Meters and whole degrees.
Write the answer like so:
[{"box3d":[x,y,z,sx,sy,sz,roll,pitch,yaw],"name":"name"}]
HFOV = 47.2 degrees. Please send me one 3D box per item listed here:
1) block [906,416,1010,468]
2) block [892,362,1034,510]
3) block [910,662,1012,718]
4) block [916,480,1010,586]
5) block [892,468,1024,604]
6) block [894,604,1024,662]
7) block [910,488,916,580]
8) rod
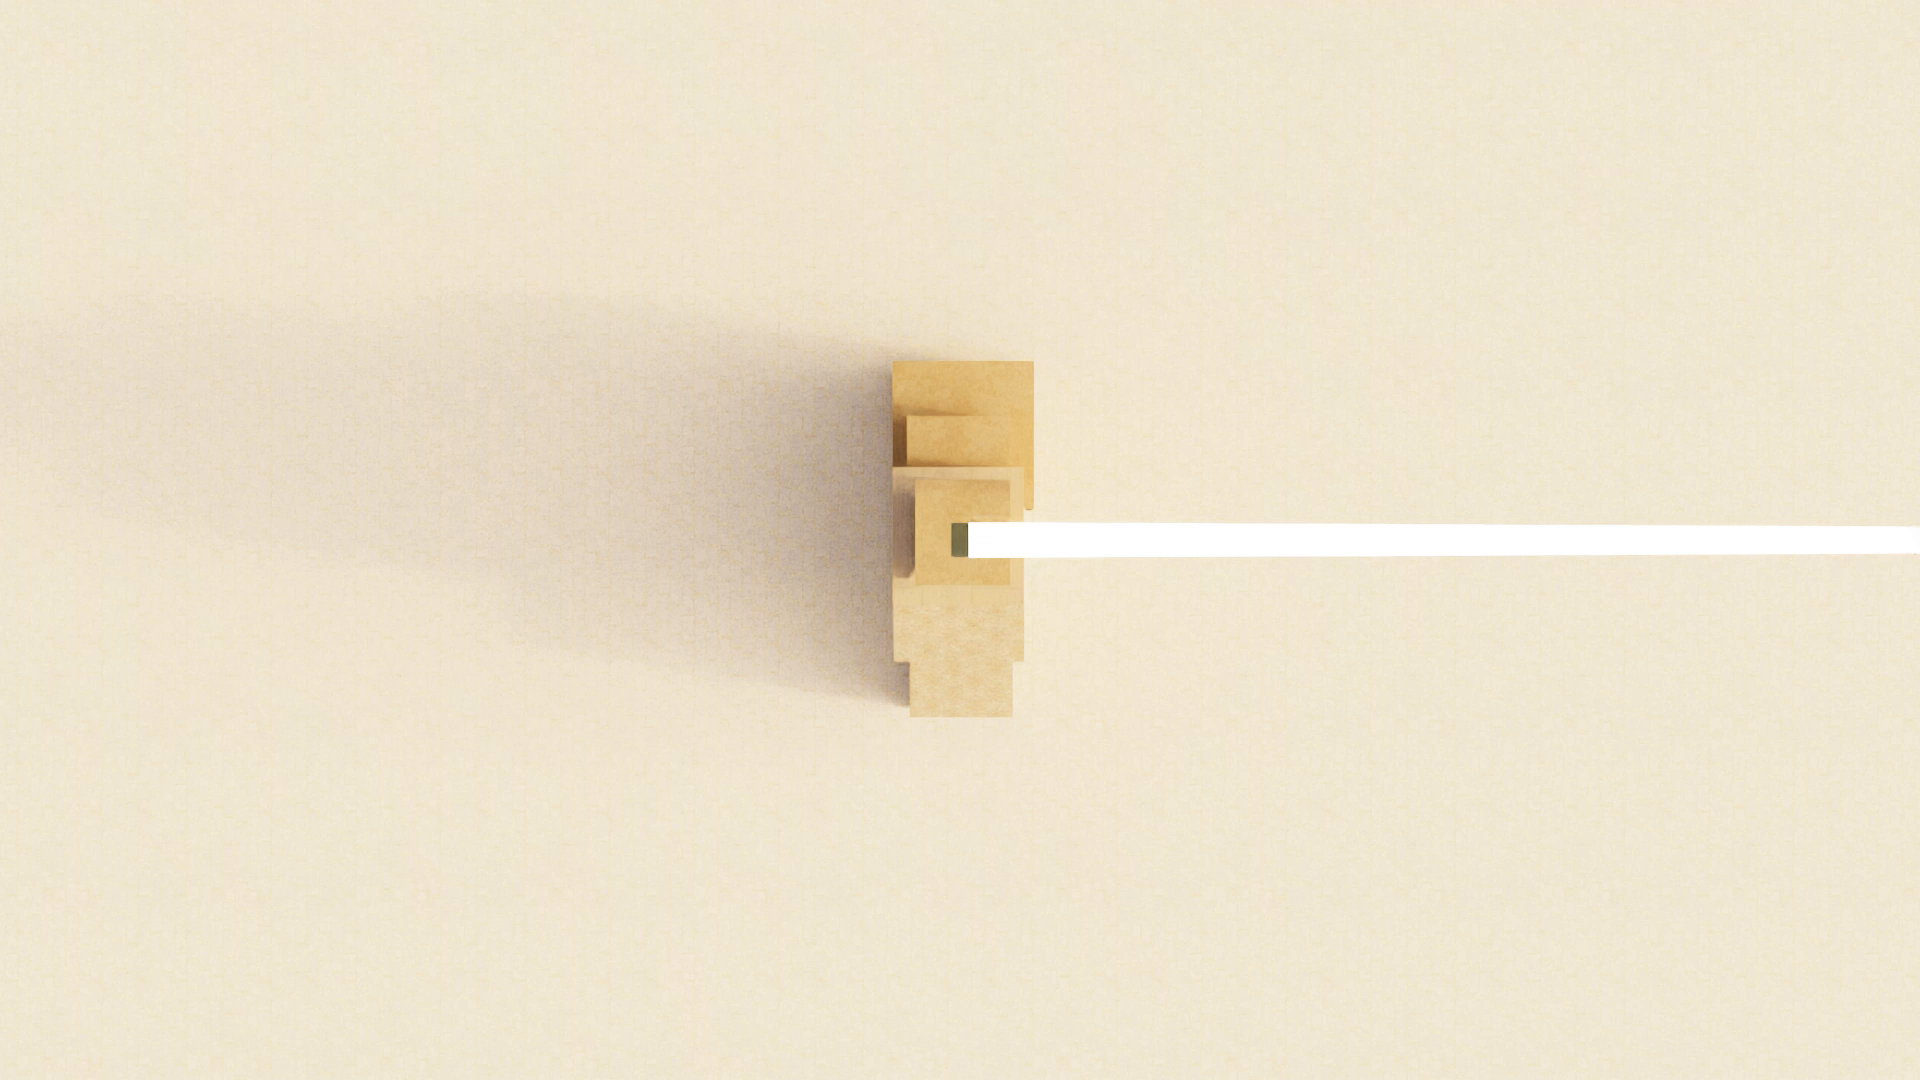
[{"box3d":[-0.011,-0.377,12.025,0.548,0.514,0.574,0,90,0],"name":"block"},{"box3d":[0.019,-0.586,12.641,0.789,0.718,0.826,0,90,0],"name":"block"},{"box3d":[0.007,0.682,12.696,0.580,0.608,0.635,0,90,0],"name":"block"},{"box3d":[0.012,-0.032,9.987,0.421,0.439,0.469,0,89,0],"name":"block"},{"box3d":[-0.009,-0.016,11.434,0.662,0.614,0.694,0,89,0],"name":"block"},{"box3d":[-0.006,0.287,12.065,0.697,0.657,0.742,0,89,0],"name":"block"},{"box3d":[-0.016,-0.024,10.883,0.453,0.485,0.448,0,89,0],"name":"block"},{"box3d":[2.234,0.000,6.388,5.200,0.080,0.080,0,90,-31],"name":"rod"}]
